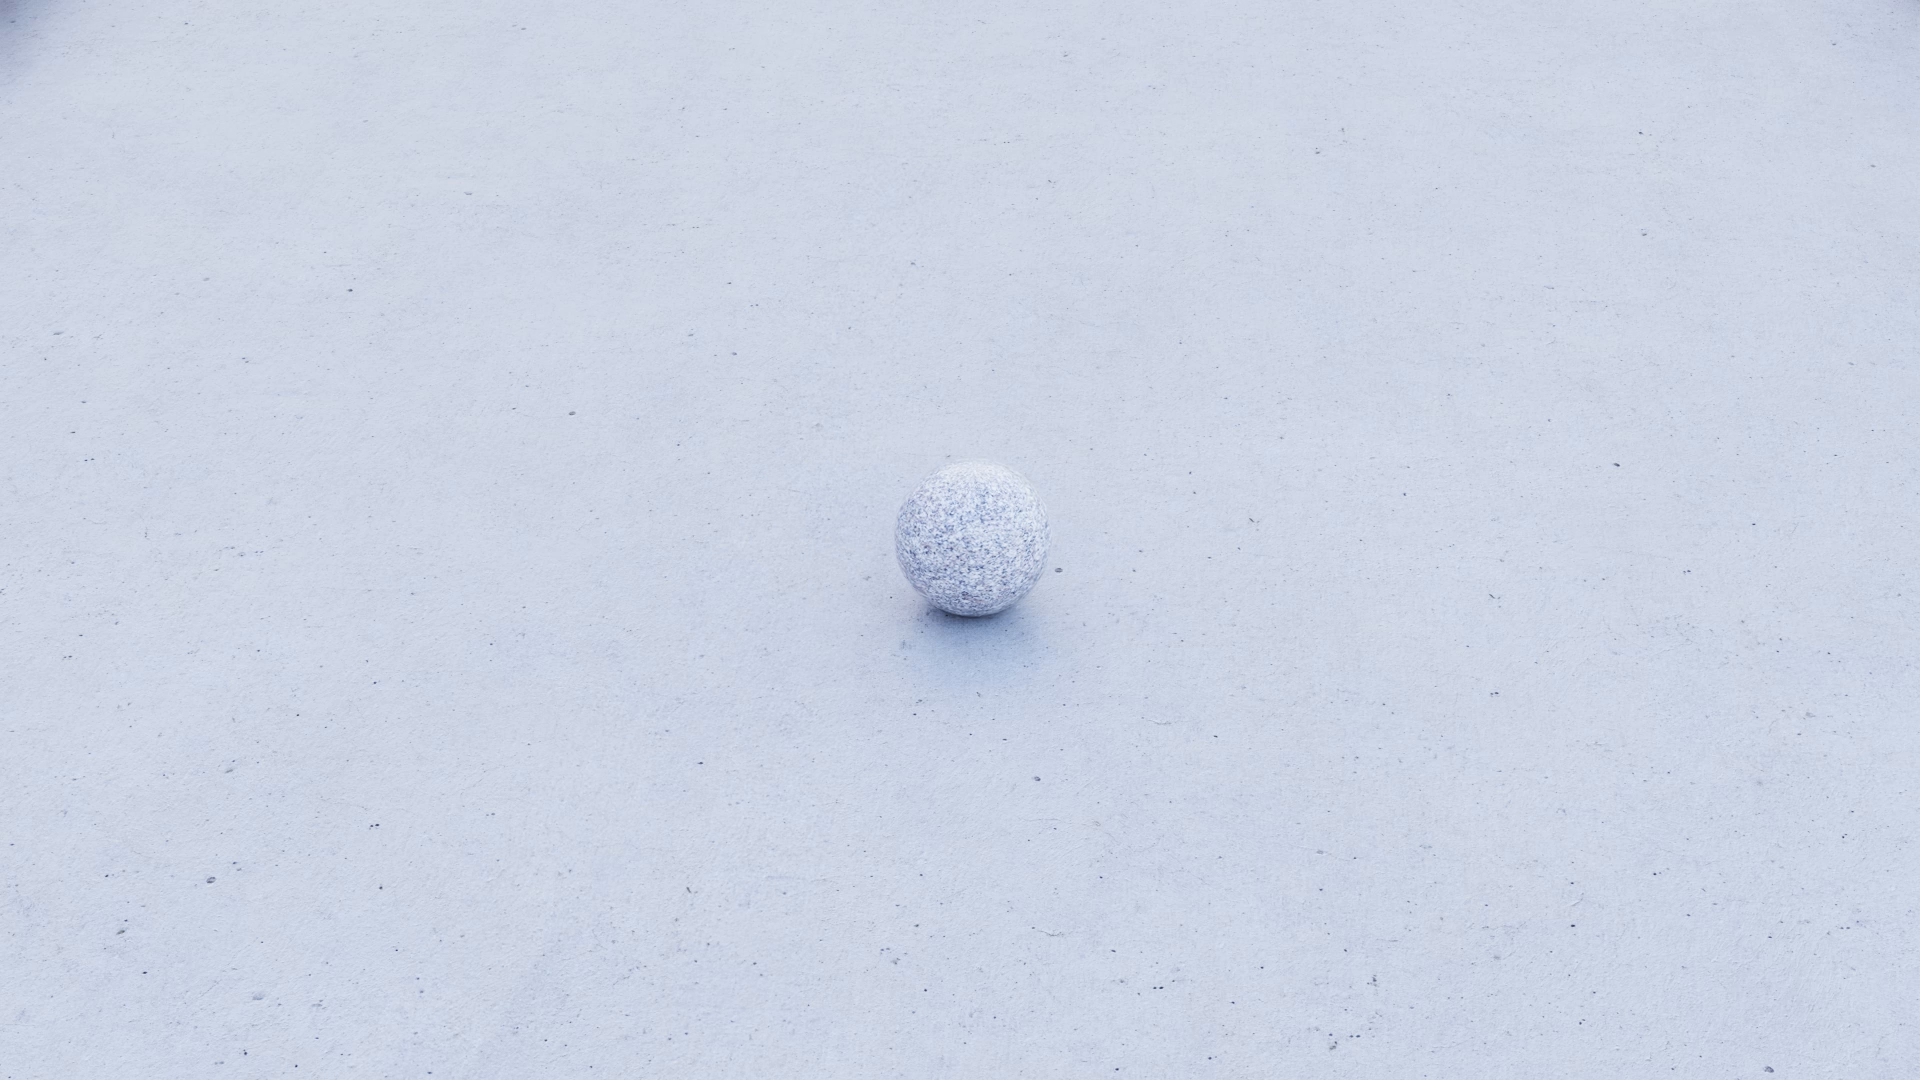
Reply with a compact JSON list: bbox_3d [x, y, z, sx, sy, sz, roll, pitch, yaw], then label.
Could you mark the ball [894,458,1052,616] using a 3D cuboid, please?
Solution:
[{"bbox_3d":[0.007,-0.002,1.693,0.092,0.092,0.092,0,29,0],"label":"ball"}]
